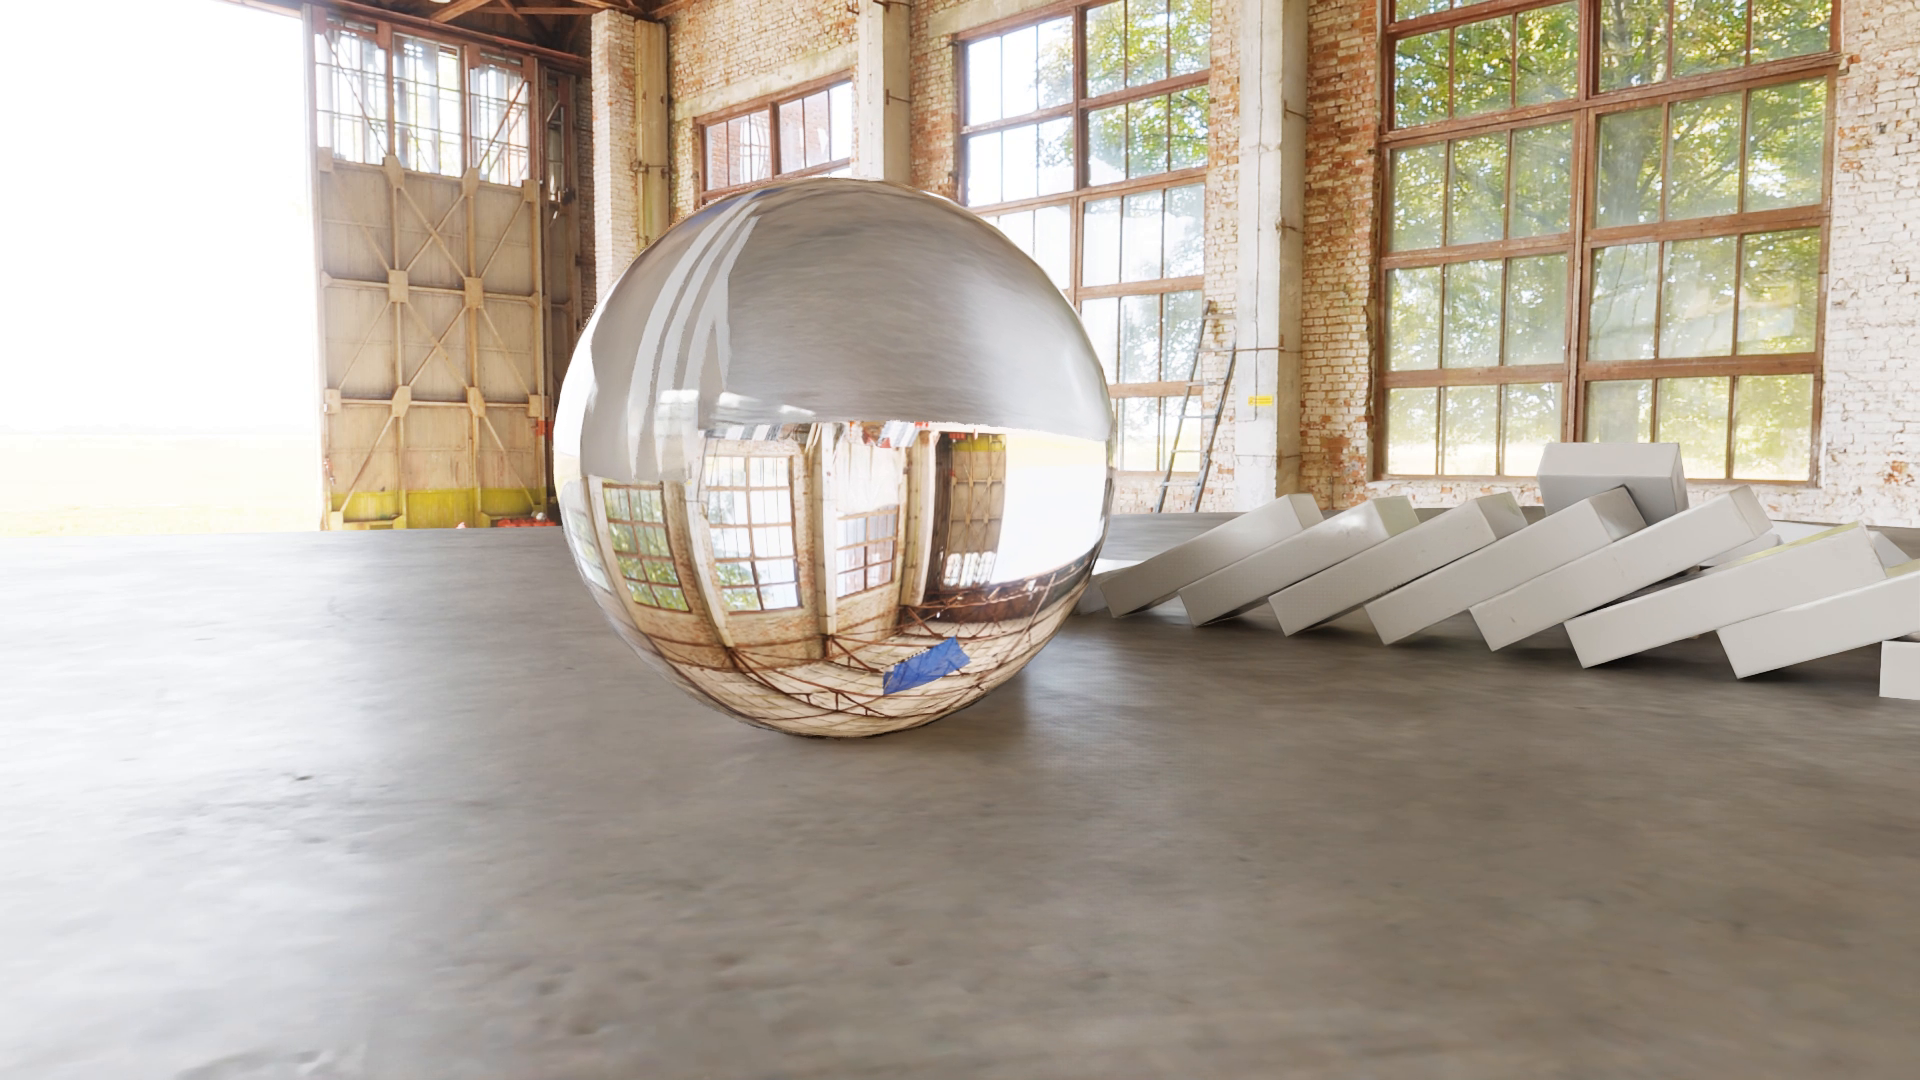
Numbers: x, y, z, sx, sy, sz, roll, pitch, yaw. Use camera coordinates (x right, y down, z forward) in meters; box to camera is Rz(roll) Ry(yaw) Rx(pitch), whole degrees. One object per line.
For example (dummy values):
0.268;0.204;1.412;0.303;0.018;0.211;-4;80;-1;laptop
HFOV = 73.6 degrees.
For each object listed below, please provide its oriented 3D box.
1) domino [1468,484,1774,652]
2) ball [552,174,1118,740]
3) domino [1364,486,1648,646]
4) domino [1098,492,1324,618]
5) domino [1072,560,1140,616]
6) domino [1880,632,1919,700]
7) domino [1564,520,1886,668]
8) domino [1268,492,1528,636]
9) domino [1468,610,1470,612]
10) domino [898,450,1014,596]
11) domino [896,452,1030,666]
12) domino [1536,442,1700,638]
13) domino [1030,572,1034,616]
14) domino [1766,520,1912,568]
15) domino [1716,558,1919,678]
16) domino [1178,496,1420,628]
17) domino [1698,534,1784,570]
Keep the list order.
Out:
0.128;0.006;0.249;0.050;0.009;0.025;-33;-15;36;domino
-0.017;-0.011;0.186;0.080;0.080;0.080;0;4;0;ball
0.112;0.006;0.264;0.025;0.009;0.050;-10;-18;-48;domino
0.061;0.004;0.309;0.050;0.009;0.025;-27;-10;26;domino
0.031;0.012;0.345;0.025;0.009;0.050;2;5;29;domino
0.183;0.022;0.212;0.050;0.010;0.025;3;5;36;domino
0.142;0.010;0.240;0.050;0.009;0.025;-26;-11;34;domino
0.095;0.005;0.279;0.050;0.009;0.025;-32;-15;36;domino
0.147;0.010;0.312;0.050;0.010;0.025;1;-18;13;domino
0.000;0.000;0.289;0.025;0.009;0.050;0;46;2;domino
0.002;0.003;0.260;0.025;0.009;0.050;0;46;3;domino
0.143;0.000;0.276;0.025;0.050;0.010;4;49;40;domino
0.003;0.004;0.324;0.025;0.009;0.050;-5;24;-2;domino
0.209;0.008;0.306;0.025;0.009;0.050;40;5;-1;domino
0.163;0.010;0.223;0.050;0.009;0.025;-27;-13;41;domino
0.078;0.005;0.295;0.050;0.009;0.025;-29;-13;34;domino
0.180;0.008;0.321;0.025;0.010;0.050;38;-20;-34;domino
